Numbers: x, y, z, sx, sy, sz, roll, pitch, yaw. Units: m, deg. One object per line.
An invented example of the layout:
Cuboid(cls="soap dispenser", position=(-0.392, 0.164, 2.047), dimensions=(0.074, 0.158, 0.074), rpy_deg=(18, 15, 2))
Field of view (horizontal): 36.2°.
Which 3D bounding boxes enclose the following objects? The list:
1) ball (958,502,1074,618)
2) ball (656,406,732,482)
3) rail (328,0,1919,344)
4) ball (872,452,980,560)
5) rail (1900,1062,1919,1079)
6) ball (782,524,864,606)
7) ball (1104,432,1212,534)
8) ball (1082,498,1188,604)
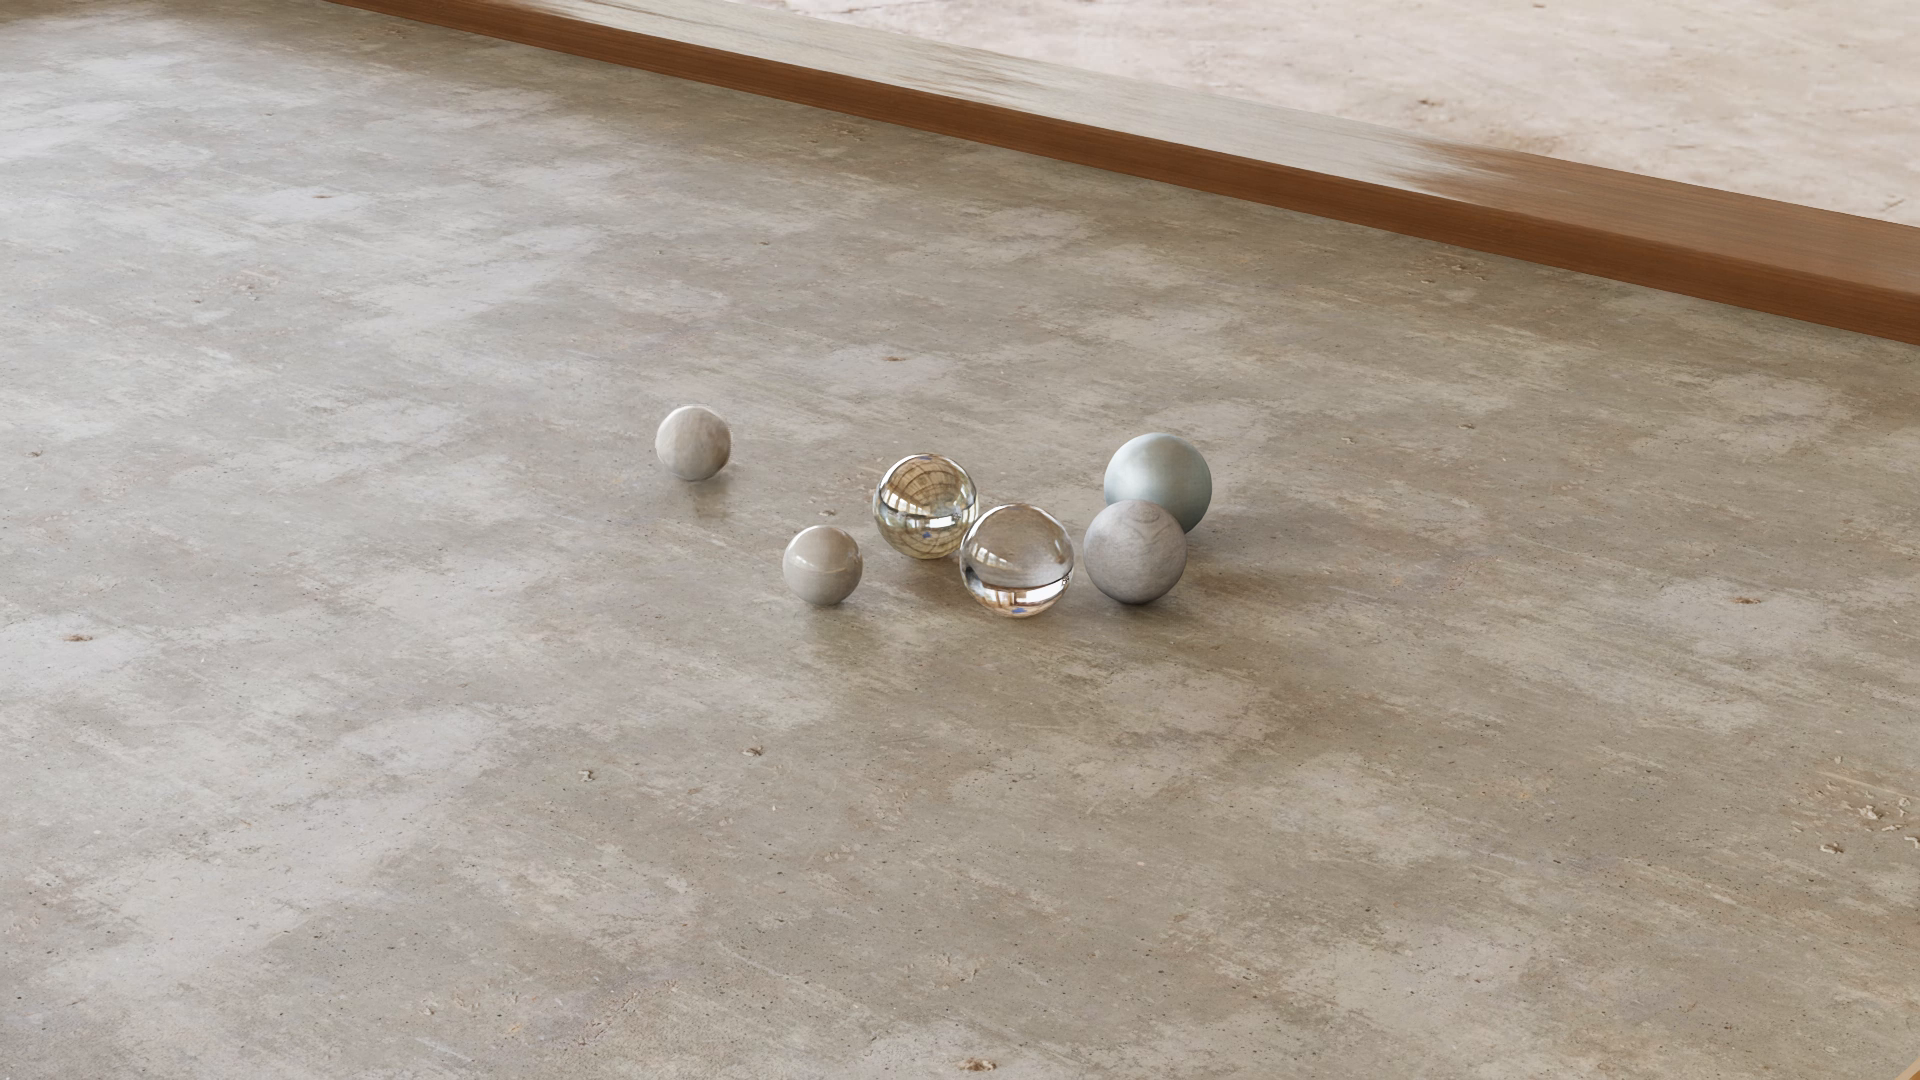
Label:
Cuboid(cls="ball", position=(0.048, 0.017, 2.484), dimensions=(0.098, 0.098, 0.098), rpy_deg=(0, 22, 0))
Cuboid(cls="ball", position=(-0.253, -0.092, 2.793), dimensions=(0.072, 0.072, 0.072), rpy_deg=(0, 22, 0))
Cuboid(cls="rail", position=(0.005, -0.602, 3.999), dimensions=(4.189, 0.127, 0.045), rpy_deg=(18, 28, 38))
Cuboid(cls="ball", position=(-0.030, -0.030, 2.607), dimensions=(0.095, 0.095, 0.095), rpy_deg=(0, 22, 0))
Cuboid(cls="rail", position=(0.764, 0.233, 1.898), dimensions=(0.045, 0.127, 2.412), rpy_deg=(18, 28, 38))
Cuboid(cls="ball", position=(-0.117, 0.021, 2.513), dimensions=(0.069, 0.069, 0.069), rpy_deg=(0, 22, 0))
Cuboid(cls="ball", position=(0.178, -0.048, 2.648), dimensions=(0.098, 0.098, 0.098), rpy_deg=(0, 22, 0))
Cuboid(cls="ball", position=(0.150, 0.010, 2.514), dimensions=(0.090, 0.090, 0.090), rpy_deg=(0, 22, 0))
